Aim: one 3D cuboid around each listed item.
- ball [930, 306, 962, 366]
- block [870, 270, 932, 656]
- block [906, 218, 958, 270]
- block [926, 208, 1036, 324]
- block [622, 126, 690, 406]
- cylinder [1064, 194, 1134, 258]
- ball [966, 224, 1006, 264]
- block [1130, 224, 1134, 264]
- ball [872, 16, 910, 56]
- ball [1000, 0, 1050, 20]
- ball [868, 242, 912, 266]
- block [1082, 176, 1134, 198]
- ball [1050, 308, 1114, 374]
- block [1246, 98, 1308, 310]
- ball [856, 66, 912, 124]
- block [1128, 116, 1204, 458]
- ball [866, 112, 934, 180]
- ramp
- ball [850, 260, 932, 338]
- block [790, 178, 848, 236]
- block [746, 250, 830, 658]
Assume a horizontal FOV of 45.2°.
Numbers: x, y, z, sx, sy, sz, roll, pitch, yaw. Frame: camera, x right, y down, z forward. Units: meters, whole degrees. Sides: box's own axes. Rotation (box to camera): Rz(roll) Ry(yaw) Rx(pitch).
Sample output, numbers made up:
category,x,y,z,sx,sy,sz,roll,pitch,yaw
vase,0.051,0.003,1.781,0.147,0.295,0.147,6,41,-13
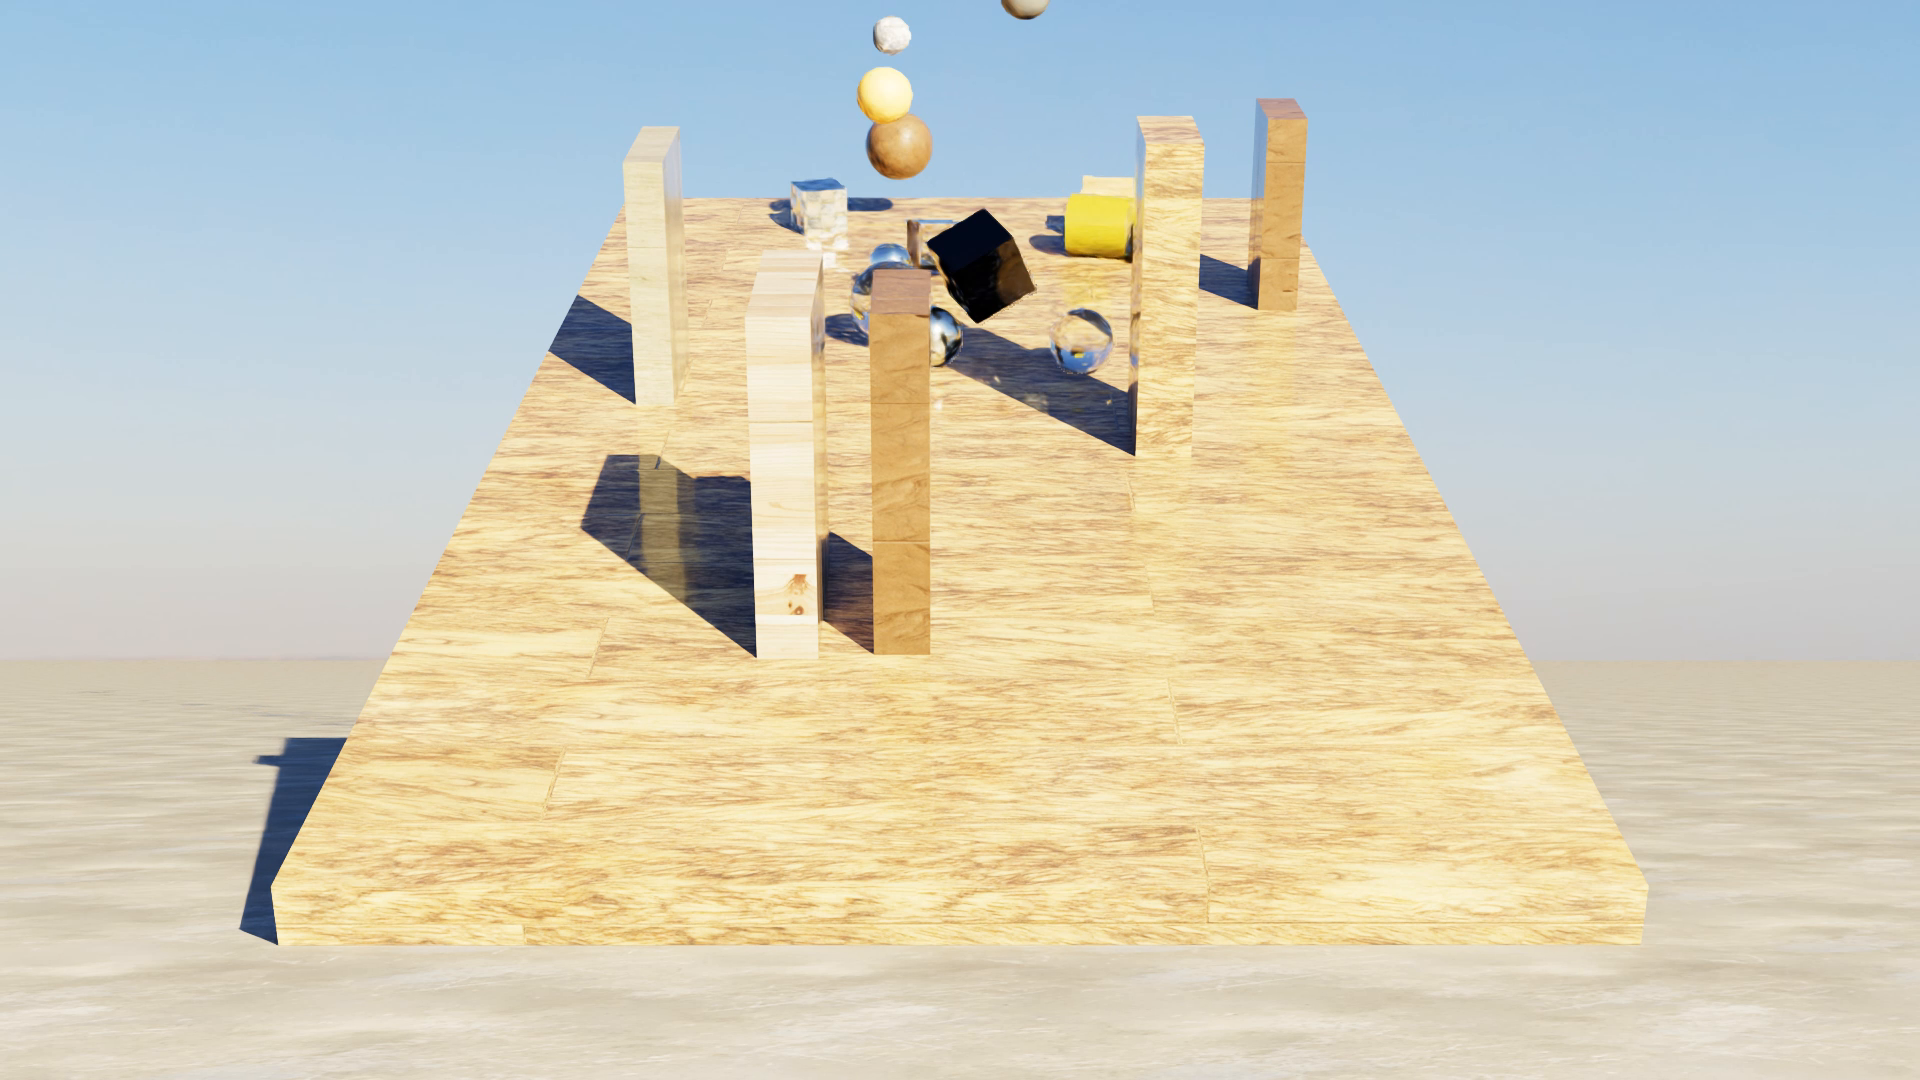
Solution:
category,x,y,z,sx,sy,sz,roll,pitch,yaw
ball,-0.069,-0.489,5.528,0.144,0.144,0.144,0,-3,0
block,-0.102,-0.137,4.068,0.099,0.625,0.269,0,23,0
block,-0.067,-0.803,6.263,0.122,0.122,0.122,-2,14,-22
block,0.049,-0.657,5.534,0.166,0.166,0.166,-31,42,-6
block,-0.698,-0.637,5.336,0.086,0.564,0.357,0,23,0
cylinder,0.391,-0.875,6.421,0.169,0.169,0.169,6,-1,13
ball,0.073,-0.815,6.351,0.110,0.110,0.110,0,-3,0
block,0.537,-0.825,6.378,0.110,0.110,0.110,7,24,17
ball,-0.195,-1.437,6.573,0.108,0.108,0.108,0,-3,0
ball,0.190,-1.591,6.711,0.152,0.152,0.152,0,-3,0
ball,-0.186,-0.731,6.137,0.119,0.119,0.119,0,-3,0
block,0.426,-0.949,6.621,0.151,0.151,0.151,2,23,4
ball,0.289,-0.474,5.482,0.154,0.154,0.154,0,-3,0
block,0.821,-0.872,5.988,0.099,0.498,0.251,0,23,0
ball,-0.209,-1.229,6.375,0.154,0.154,0.154,0,-3,0
block,0.439,-0.545,4.968,0.119,0.683,0.264,0,23,0
ball,-0.177,-1.150,6.729,0.199,0.199,0.199,0,-3,0
ramp,-0.007,-0.224,5.214,2.000,0.100,4.000,0,23,0
ball,-0.170,-0.584,5.676,0.206,0.206,0.206,0,-3,0
block,-0.408,-0.963,6.677,0.130,0.130,0.130,-8,24,-20
block,-0.302,-0.159,4.120,0.108,0.624,0.414,0,23,0
